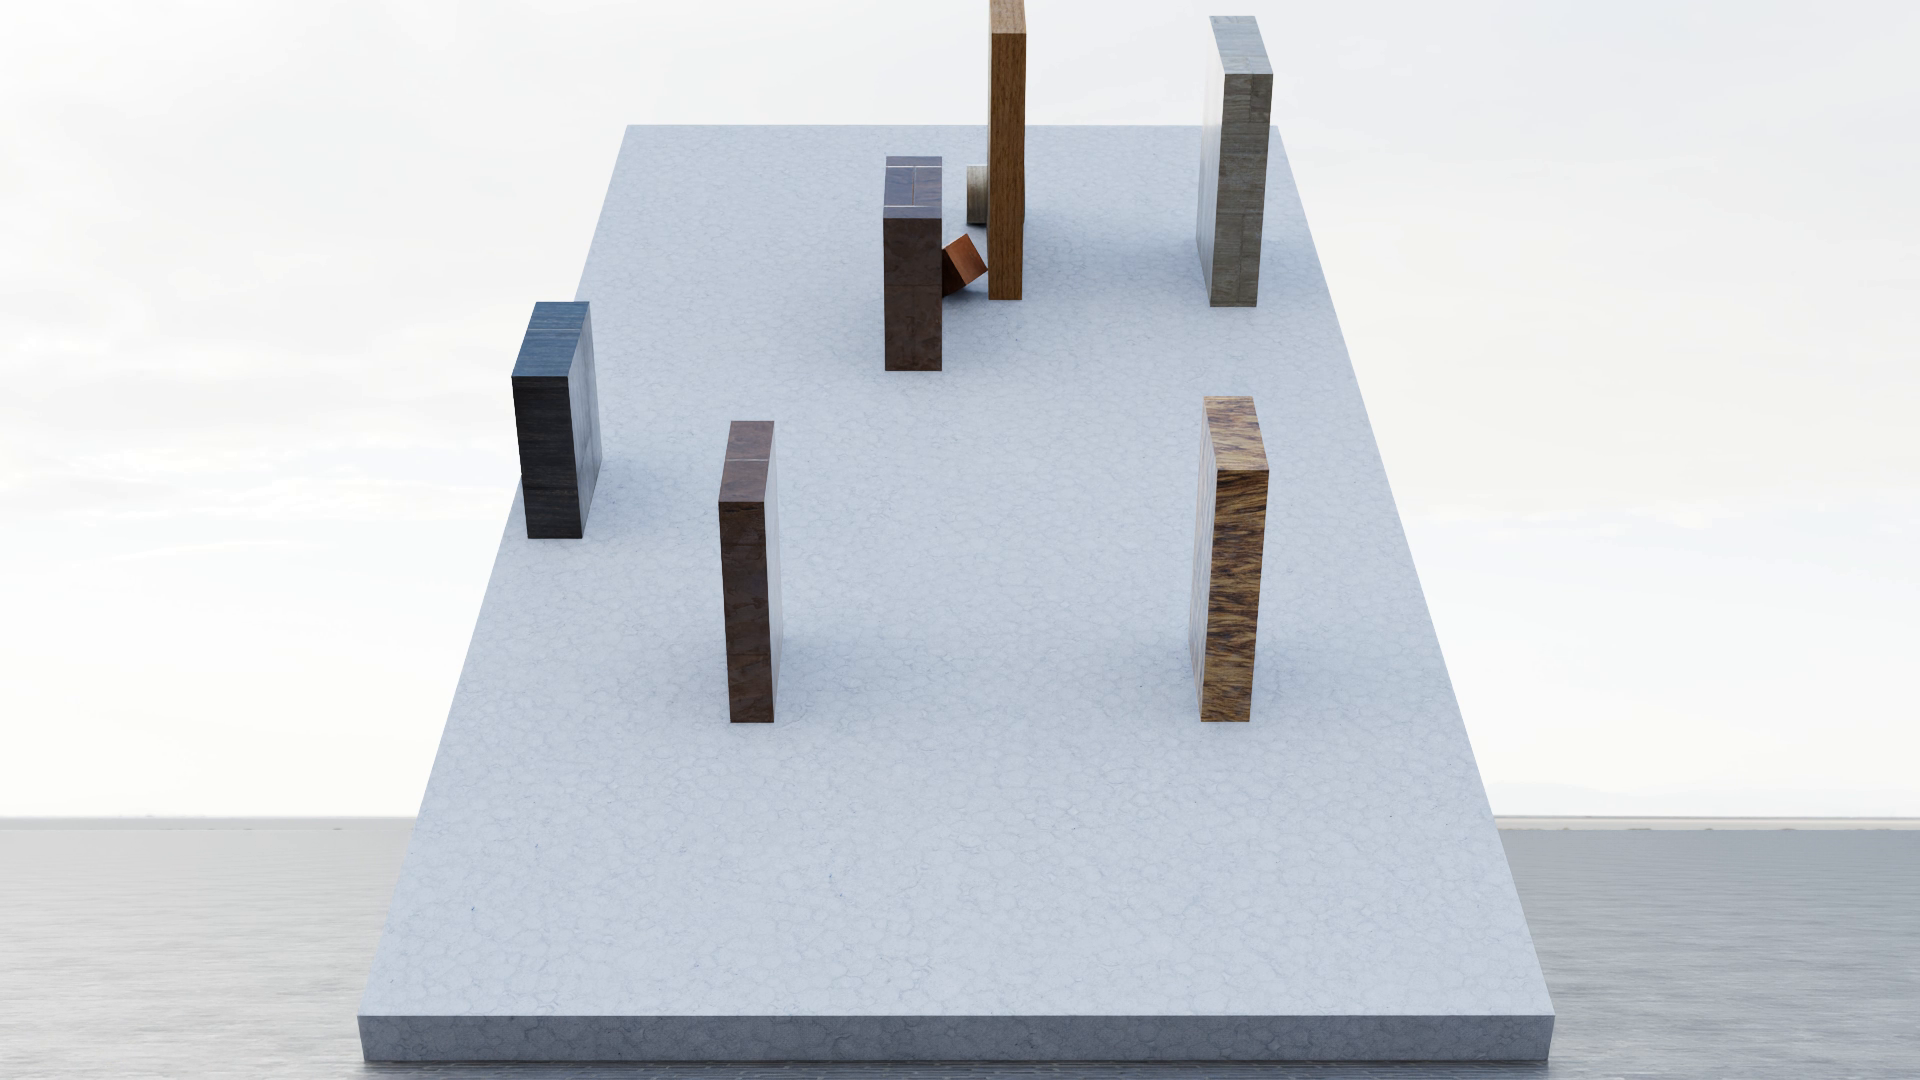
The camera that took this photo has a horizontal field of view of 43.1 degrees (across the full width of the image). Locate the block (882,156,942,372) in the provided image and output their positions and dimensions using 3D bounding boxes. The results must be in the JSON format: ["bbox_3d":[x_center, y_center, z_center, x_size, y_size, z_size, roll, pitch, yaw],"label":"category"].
[{"bbox_3d":[-0.116,-0.699,6.127,0.142,0.412,0.391,0,31,0],"label":"block"}]

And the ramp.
[{"bbox_3d":[-0.014,-0.199,5.796,2.000,0.100,4.000,0,31,0],"label":"ramp"}]

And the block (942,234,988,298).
[{"bbox_3d":[-0.022,-0.718,6.404,0.113,0.113,0.113,-23,11,41],"label":"block"}]

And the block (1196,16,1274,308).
[{"bbox_3d":[0.718,-0.999,6.407,0.122,0.641,0.435,0,31,0],"label":"block"}]

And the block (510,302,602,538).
[{"bbox_3d":[-0.894,-0.270,5.422,0.121,0.403,0.366,0,31,0],"label":"block"}]

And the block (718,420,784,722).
[{"bbox_3d":[-0.408,0.062,4.780,0.086,0.503,0.317,0,31,0],"label":"block"}]

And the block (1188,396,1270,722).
[{"bbox_3d":[0.521,0.039,4.761,0.096,0.569,0.292,0,31,0],"label":"block"}]

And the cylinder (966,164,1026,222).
[{"bbox_3d":[0.099,-0.970,6.819,0.162,0.162,0.162,0,-7,0],"label":"cylinder"}]

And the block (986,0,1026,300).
[{"bbox_3d":[0.120,-1.058,6.416,0.088,0.730,0.436,0,31,0],"label":"block"}]
